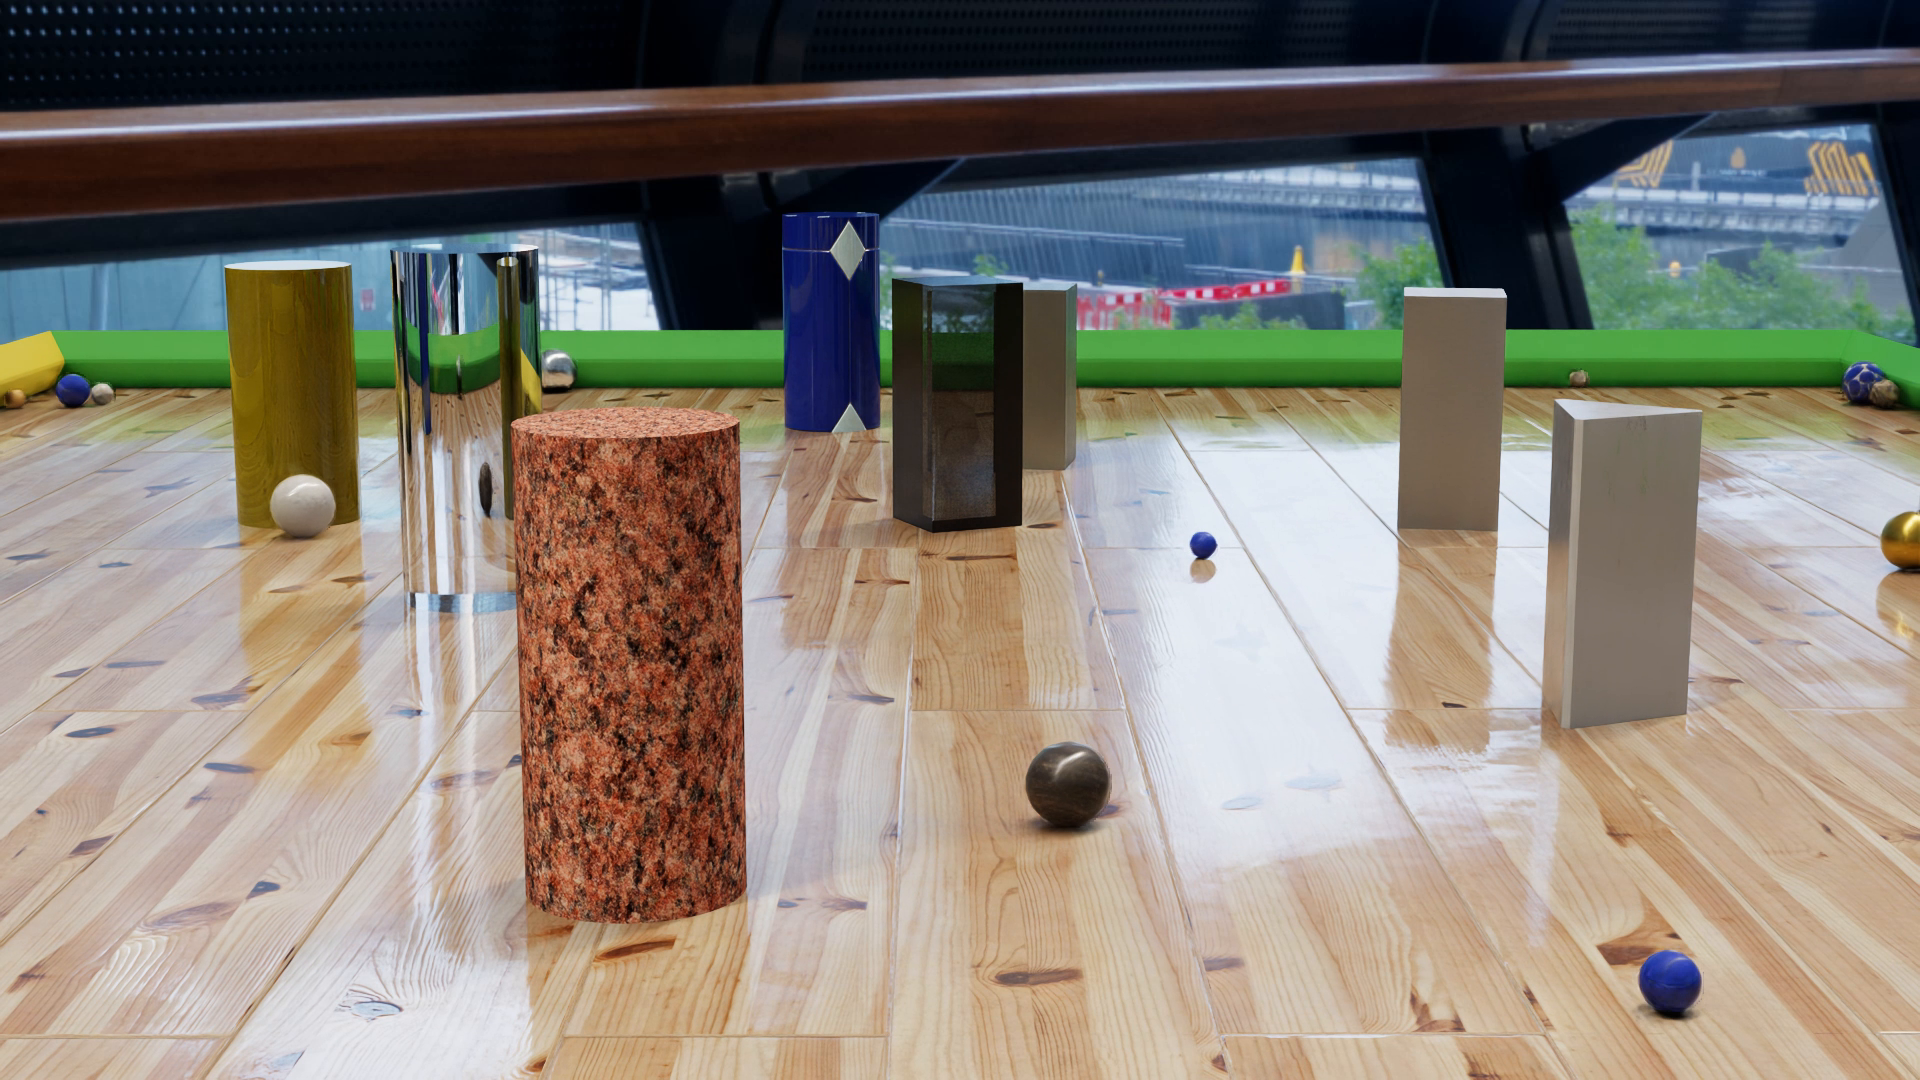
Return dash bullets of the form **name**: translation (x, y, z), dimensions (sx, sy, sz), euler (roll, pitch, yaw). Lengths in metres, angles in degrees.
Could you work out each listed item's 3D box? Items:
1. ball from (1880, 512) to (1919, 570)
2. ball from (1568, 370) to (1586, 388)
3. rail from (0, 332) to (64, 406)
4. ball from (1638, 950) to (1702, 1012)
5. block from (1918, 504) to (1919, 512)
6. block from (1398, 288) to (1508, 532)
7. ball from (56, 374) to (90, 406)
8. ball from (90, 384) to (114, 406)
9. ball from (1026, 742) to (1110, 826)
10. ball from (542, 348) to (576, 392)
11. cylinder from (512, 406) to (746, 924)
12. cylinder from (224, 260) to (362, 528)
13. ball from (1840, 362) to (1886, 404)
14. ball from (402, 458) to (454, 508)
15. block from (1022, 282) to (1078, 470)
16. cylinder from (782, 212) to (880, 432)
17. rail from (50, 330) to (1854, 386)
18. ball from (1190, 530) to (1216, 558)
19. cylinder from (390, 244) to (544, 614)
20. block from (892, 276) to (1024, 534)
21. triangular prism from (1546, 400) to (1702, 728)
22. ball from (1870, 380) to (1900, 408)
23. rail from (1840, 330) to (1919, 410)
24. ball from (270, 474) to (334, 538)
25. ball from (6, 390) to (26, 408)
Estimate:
- **ball**: translation (1.387, 0.001, 3.743), dimensions (0.086, 0.086, 0.086), euler (0, 10, 0)
- **ball**: translation (1.408, -0.366, 5.847), dimensions (0.040, 0.040, 0.040), euler (0, 10, 0)
- **rail**: translation (-2.038, 0.035, 3.437), dimensions (0.045, 0.128, 4.929), euler (0, 10, 0)
- **ball**: translation (0.553, 0.344, 1.997), dimensions (0.048, 0.048, 0.048), euler (0, 10, 0)
- **block**: translation (1.550, -0.096, 3.837), dimensions (0.157, 0.241, 0.157), euler (-1, 11, -5)
- **block**: translation (0.786, -0.212, 4.112), dimensions (0.157, 0.370, 0.157), euler (2, 11, 9)
- **ball**: translation (-1.912, -0.322, 5.530), dimensions (0.070, 0.070, 0.070), euler (0, 10, 0)
- **ball**: translation (-1.858, -0.316, 5.557), dimensions (0.047, 0.047, 0.047), euler (0, 10, 0)
- **ball**: translation (0.104, 0.236, 2.484), dimensions (0.082, 0.082, 0.082), euler (0, 10, 0)
- **ball**: translation (-0.912, -0.382, 5.779), dimensions (0.097, 0.097, 0.097), euler (0, 10, 0)
- **cylinder**: translation (-0.290, 0.105, 2.262), dimensions (0.197, 0.421, 0.197), euler (0, 10, 0)
- **cylinder**: translation (-1.073, -0.237, 4.136), dimensions (0.197, 0.411, 0.197), euler (0, 10, 0)
- **ball**: translation (1.959, -0.340, 5.565), dimensions (0.092, 0.092, 0.092), euler (0, 10, 0)
- **ball**: translation (-0.885, -0.095, 4.265), dimensions (0.084, 0.084, 0.084), euler (0, 10, 0)
- **block**: translation (0.127, -0.304, 4.727), dimensions (0.157, 0.327, 0.157), euler (2, 11, 10)
- **cylinder**: translation (-0.260, -0.445, 5.207), dimensions (0.197, 0.429, 0.197), euler (0, 10, 0)
- **rail**: translation (-0.014, -0.412, 5.849), dimensions (4.123, 0.128, 0.045), euler (0, 10, 0)
- **ball**: translation (0.363, 0.007, 3.834), dimensions (0.041, 0.041, 0.041), euler (0, 10, 0)
- **cylinder**: translation (-0.669, -0.157, 3.505), dimensions (0.197, 0.482, 0.197), euler (0, 10, 0)
- **block**: translation (-0.005, -0.221, 4.109), dimensions (0.157, 0.389, 0.157), euler (-5, 12, -24)
- **triangular prism**: translation (0.719, 0.021, 2.919), dimensions (0.170, 0.347, 0.148), euler (-5, 12, -24)
- **ball**: translation (1.982, -0.312, 5.496), dimensions (0.062, 0.062, 0.062), euler (0, 10, 0)
- **rail**: translation (2.038, 0.031, 3.460), dimensions (0.045, 0.128, 4.929), euler (0, 10, 0)
- **ball**: translation (-1.025, -0.053, 4.001), dimensions (0.098, 0.098, 0.098), euler (0, 10, 0)
- **ball**: translation (-2.026, -0.303, 5.503), dimensions (0.042, 0.042, 0.042), euler (0, 10, 0)
